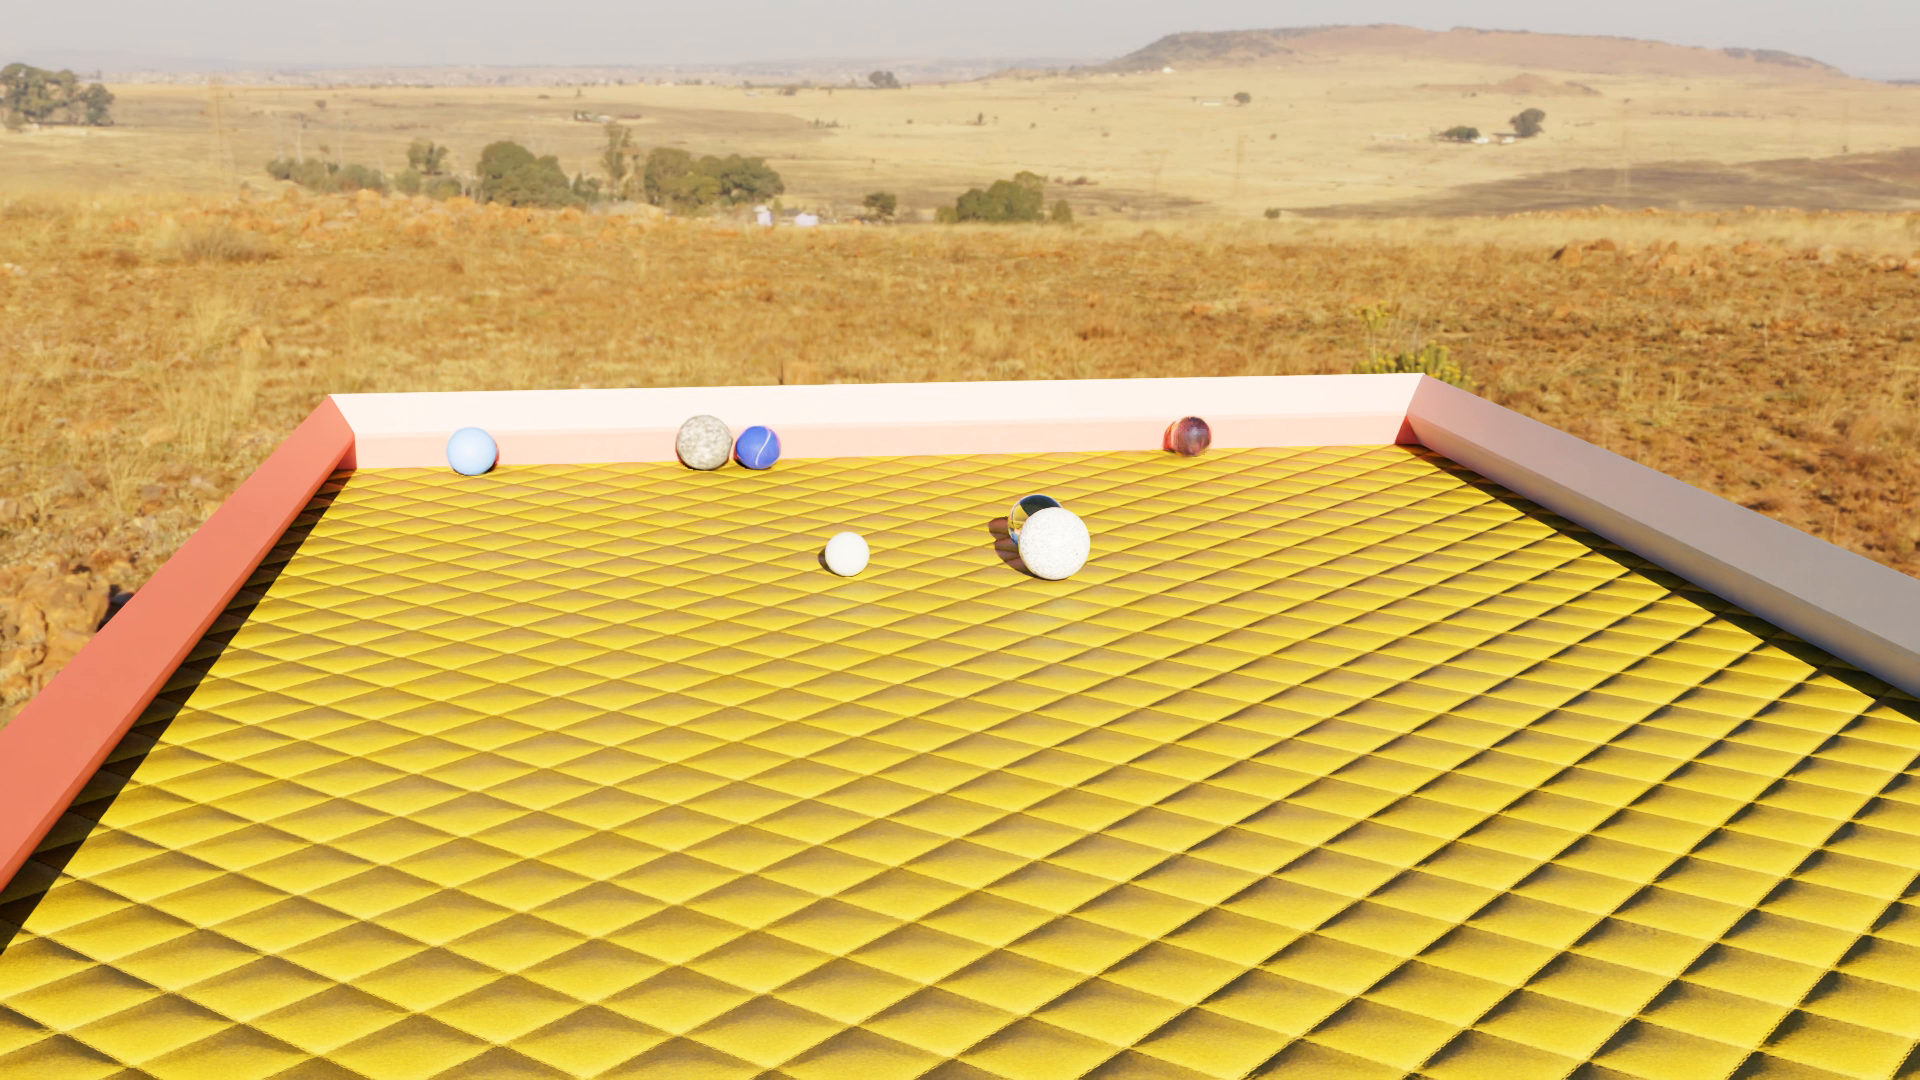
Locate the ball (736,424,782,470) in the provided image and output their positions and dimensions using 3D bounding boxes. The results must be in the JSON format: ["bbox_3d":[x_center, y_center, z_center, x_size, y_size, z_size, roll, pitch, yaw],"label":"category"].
[{"bbox_3d":[-0.339,-0.157,3.716,0.077,0.077,0.077,0,12,0],"label":"ball"}]

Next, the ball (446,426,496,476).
[{"bbox_3d":[-0.814,-0.148,3.663,0.083,0.083,0.083,0,12,0],"label":"ball"}]

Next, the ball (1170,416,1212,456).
[{"bbox_3d":[0.404,-0.182,3.838,0.073,0.073,0.073,0,12,0],"label":"ball"}]

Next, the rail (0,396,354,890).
[{"bbox_3d":[-0.809,0.189,2.029,0.045,0.126,3.488,-2,13,-7],"label":"rail"}]

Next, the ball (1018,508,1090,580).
[{"bbox_3d":[0.126,0.005,2.934,0.097,0.097,0.097,0,12,0],"label":"ball"}]

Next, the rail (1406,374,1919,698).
[{"bbox_3d":[1.039,0.136,2.269,0.045,0.126,3.488,-2,13,-7],"label":"rail"}]

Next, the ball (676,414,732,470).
[{"bbox_3d":[-0.431,-0.165,3.710,0.095,0.095,0.095,0,12,0],"label":"ball"}]

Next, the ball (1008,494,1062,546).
[{"bbox_3d":[0.109,-0.022,3.087,0.085,0.085,0.085,0,12,0],"label":"ball"}]

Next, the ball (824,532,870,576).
[{"bbox_3d":[-0.152,0.019,2.956,0.060,0.060,0.060,0,12,0],"label":"ball"}]

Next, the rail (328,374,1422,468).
[{"bbox_3d":[-0.112,-0.205,3.814,1.912,0.126,0.045,-2,13,-7],"label":"rail"}]
